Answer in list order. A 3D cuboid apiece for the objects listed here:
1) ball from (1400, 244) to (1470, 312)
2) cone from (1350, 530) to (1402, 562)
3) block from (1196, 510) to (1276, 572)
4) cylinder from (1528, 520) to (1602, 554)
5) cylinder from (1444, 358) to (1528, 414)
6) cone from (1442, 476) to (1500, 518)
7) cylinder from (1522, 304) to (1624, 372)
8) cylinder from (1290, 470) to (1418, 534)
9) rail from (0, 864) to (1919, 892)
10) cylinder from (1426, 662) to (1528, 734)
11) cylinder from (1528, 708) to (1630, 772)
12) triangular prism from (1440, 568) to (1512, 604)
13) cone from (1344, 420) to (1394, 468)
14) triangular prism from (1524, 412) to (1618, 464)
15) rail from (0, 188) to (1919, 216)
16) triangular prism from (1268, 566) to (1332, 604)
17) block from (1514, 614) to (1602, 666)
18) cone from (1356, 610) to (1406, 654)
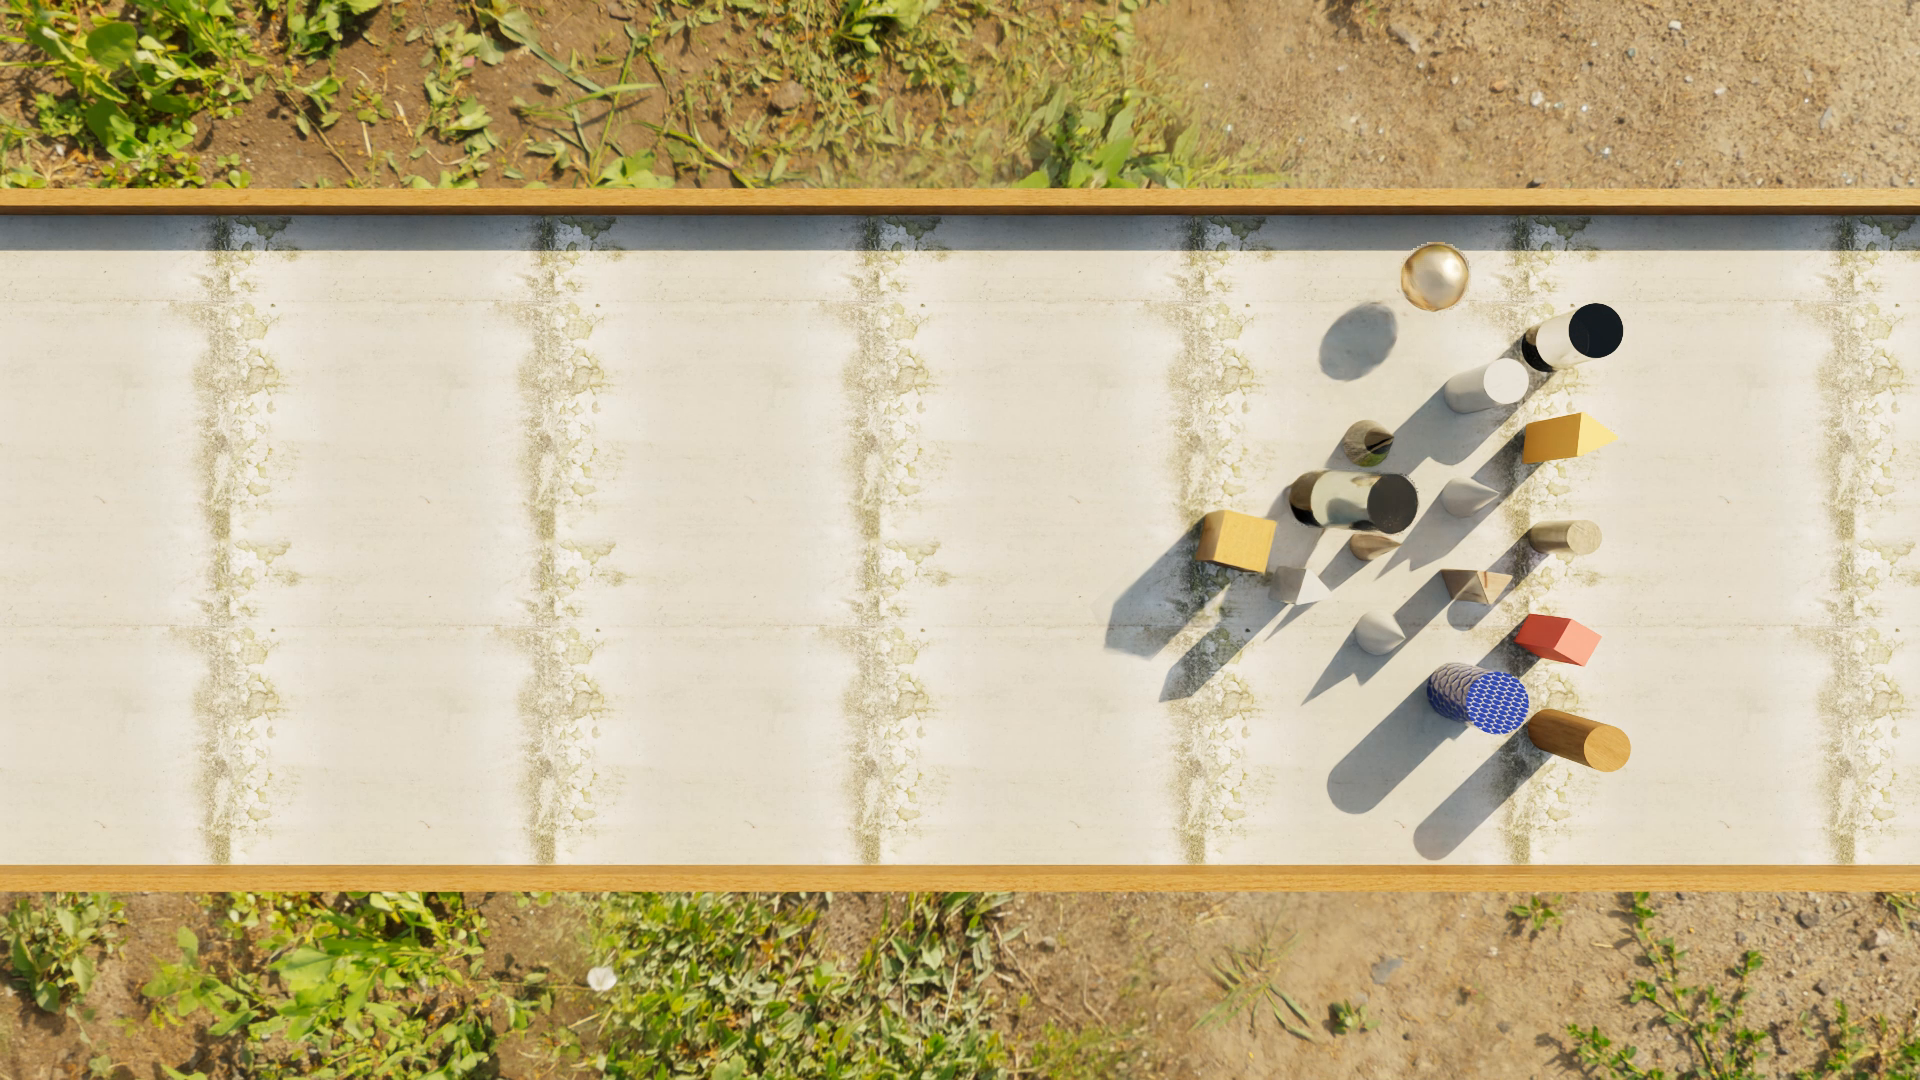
[{"bbox_3d":[1.397,-0.772,4.856,0.196,0.196,0.196,0,90,0],"label":"ball"},{"bbox_3d":[1.251,0.013,4.865,0.104,0.423,0.104,0,90,0],"label":"cone"},{"bbox_3d":[0.814,0.005,4.893,0.150,0.366,0.150,14,89,0],"label":"block"},{"bbox_3d":[1.799,-0.008,4.914,0.101,0.324,0.101,0,90,0],"label":"cylinder"},{"bbox_3d":[1.555,-0.452,4.886,0.129,0.382,0.129,0,90,0],"label":"cylinder"},{"bbox_3d":[1.546,-0.133,4.896,0.127,0.362,0.127,0,90,0],"label":"cone"},{"bbox_3d":[1.807,-0.595,4.881,0.158,0.390,0.158,0,90,0],"label":"cylinder"},{"bbox_3d":[1.153,-0.115,4.854,0.170,0.412,0.170,-1,94,-20],"label":"cylinder"},{"bbox_3d":[-2.247,1.025,5.001,12.000,0.150,0.050,0,90,0],"label":"rail"},{"bbox_3d":[1.525,0.463,4.877,0.178,0.398,0.178,0,90,0],"label":"cylinder"},{"bbox_3d":[1.814,0.585,4.848,0.132,0.457,0.132,0,90,0],"label":"cylinder"},{"bbox_3d":[1.513,0.117,4.894,0.088,0.364,0.102,39,90,0],"label":"triangular prism"},{"bbox_3d":[1.253,-0.297,4.913,0.146,0.326,0.146,0,90,0],"label":"cone"},{"bbox_3d":[1.768,-0.310,4.851,0.124,0.451,0.108,-24,90,0],"label":"triangular prism"},{"bbox_3d":[-2.247,-1.025,5.002,12.000,0.150,0.050,0,90,0],"label":"rail"},{"bbox_3d":[0.989,0.125,4.859,0.107,0.434,0.092,-12,90,0],"label":"triangular prism"},{"bbox_3d":[1.772,0.295,4.902,0.101,0.348,0.101,30,90,0],"label":"block"},{"bbox_3d":[1.287,0.284,4.919,0.140,0.316,0.140,0,90,0],"label":"cone"}]
